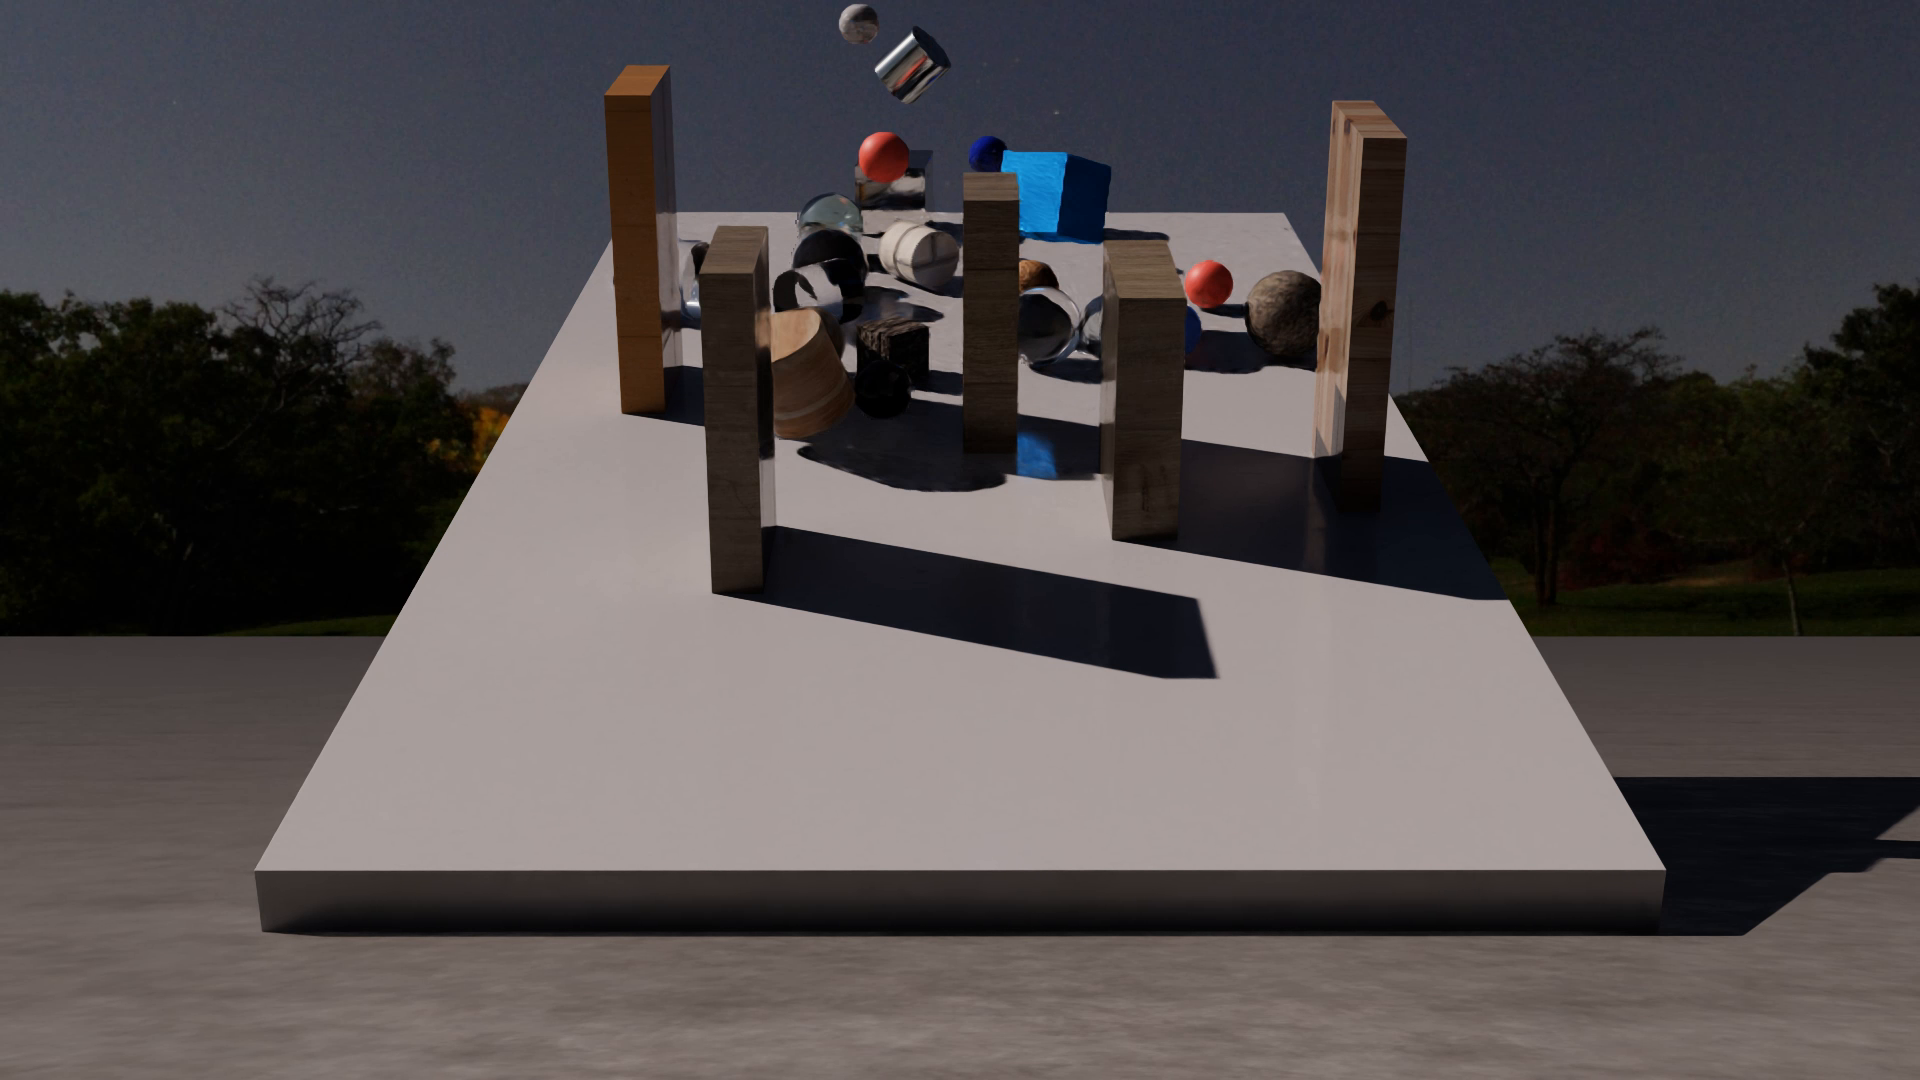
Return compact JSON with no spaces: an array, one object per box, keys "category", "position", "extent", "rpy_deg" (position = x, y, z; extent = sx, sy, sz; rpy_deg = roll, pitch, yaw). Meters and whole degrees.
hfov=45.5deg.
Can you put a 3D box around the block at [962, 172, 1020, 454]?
[{"category":"block","position":[0.065,-0.490,4.927],"extent":[0.116,0.550,0.265],"rpy_deg":[0,21,0]}]

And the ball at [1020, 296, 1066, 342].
[{"category":"ball","position":[0.205,-0.547,5.663],"extent":[0.117,0.117,0.117],"rpy_deg":[0,-2,0]}]

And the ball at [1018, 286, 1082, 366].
[{"category":"ball","position":[0.197,-0.511,5.468],"extent":[0.191,0.191,0.191],"rpy_deg":[0,-2,0]}]

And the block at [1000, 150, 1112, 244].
[{"category":"block","position":[0.231,-0.853,5.707],"extent":[0.195,0.195,0.195],"rpy_deg":[10,3,38]}]

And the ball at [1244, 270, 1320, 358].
[{"category":"ball","position":[0.793,-0.547,5.540],"extent":[0.209,0.209,0.209],"rpy_deg":[0,-2,0]}]

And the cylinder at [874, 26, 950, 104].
[{"category":"cylinder","position":[-0.141,-1.407,6.788],"extent":[0.160,0.160,0.160],"rpy_deg":[-39,-20,24]}]

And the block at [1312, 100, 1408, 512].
[{"category":"block","position":[0.798,-0.474,4.612],"extent":[0.083,0.752,0.375],"rpy_deg":[0,21,0]}]

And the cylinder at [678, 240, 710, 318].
[{"category":"cylinder","position":[-0.756,-0.678,5.881],"extent":[0.196,0.196,0.196],"rpy_deg":[8,1,19]}]

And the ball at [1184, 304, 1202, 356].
[{"category":"ball","position":[0.513,-0.507,5.527],"extent":[0.141,0.141,0.141],"rpy_deg":[0,-2,0]}]

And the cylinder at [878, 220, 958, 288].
[{"category":"cylinder","position":[-0.112,-0.773,6.183],"extent":[0.156,0.156,0.156],"rpy_deg":[2,16,-39]}]

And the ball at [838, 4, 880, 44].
[{"category":"ball","position":[-0.284,-1.456,6.459],"extent":[0.115,0.115,0.115],"rpy_deg":[0,-2,0]}]

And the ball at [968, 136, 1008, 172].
[{"category":"ball","position":[0.089,-1.175,7.011],"extent":[0.125,0.125,0.125],"rpy_deg":[0,-2,0]}]

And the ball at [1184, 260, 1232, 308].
[{"category":"ball","position":[0.647,-0.664,5.953],"extent":[0.124,0.124,0.124],"rpy_deg":[0,-2,0]}]

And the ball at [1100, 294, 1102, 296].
[{"category":"ball","position":[0.392,-0.562,5.689],"extent":[0.126,0.126,0.126],"rpy_deg":[0,-2,0]}]

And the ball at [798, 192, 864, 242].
[{"category":"ball","position":[-0.361,-0.878,6.409],"extent":[0.185,0.185,0.185],"rpy_deg":[0,-2,0]}]

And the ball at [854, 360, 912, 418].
[{"category":"ball","position":[-0.172,-0.336,5.104],"extent":[0.132,0.132,0.132],"rpy_deg":[0,-2,0]}]

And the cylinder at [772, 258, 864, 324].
[{"category":"cylinder","position":[-0.356,-0.614,5.765],"extent":[0.164,0.164,0.164],"rpy_deg":[-2,14,45]}]

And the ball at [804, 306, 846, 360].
[{"category":"ball","position":[-0.353,-0.464,5.379],"extent":[0.168,0.168,0.168],"rpy_deg":[0,-2,0]}]

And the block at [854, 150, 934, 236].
[{"category":"block","position":[-0.191,-1.022,6.735],"extent":[0.205,0.205,0.205],"rpy_deg":[3,25,6]}]

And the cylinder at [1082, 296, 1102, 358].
[{"category":"cylinder","position":[0.362,-0.517,5.571],"extent":[0.129,0.129,0.129],"rpy_deg":[0,21,3]}]

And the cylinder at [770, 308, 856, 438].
[{"category":"cylinder","position":[-0.349,-0.354,4.863],"extent":[0.197,0.197,0.197],"rpy_deg":[-17,35,12]}]

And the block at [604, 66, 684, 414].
[{"category":"block","position":[-0.712,-0.685,5.191],"extent":[0.098,0.715,0.371],"rpy_deg":[0,21,0]}]

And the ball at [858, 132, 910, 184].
[{"category":"ball","position":[-0.214,-1.078,6.445],"extent":[0.144,0.144,0.144],"rpy_deg":[0,-2,0]}]

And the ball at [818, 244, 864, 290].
[{"category":"ball","position":[-0.316,-0.731,6.120],"extent":[0.123,0.123,0.123],"rpy_deg":[0,-2,0]}]

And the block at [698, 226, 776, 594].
[{"category":"block","position":[-0.406,-0.245,4.231],"extent":[0.094,0.601,0.346],"rpy_deg":[0,21,0]}]

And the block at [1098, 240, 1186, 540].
[{"category":"block","position":[0.357,-0.305,4.546],"extent":[0.127,0.484,0.439],"rpy_deg":[0,21,0]}]

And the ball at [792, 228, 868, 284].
[{"category":"ball","position":[-0.338,-0.710,5.961],"extent":[0.200,0.200,0.200],"rpy_deg":[0,-2,0]}]

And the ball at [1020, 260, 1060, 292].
[{"category":"ball","position":[0.174,-0.631,5.819],"extent":[0.159,0.159,0.159],"rpy_deg":[0,-2,0]}]

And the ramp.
[{"category":"ramp","position":[-0.006,-0.218,5.120],"extent":[2.000,0.100,4.000],"rpy_deg":[0,21,0]}]

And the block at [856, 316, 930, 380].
[{"category":"block","position":[-0.157,-0.446,5.398],"extent":[0.121,0.121,0.121],"rpy_deg":[-17,27,-37]}]
